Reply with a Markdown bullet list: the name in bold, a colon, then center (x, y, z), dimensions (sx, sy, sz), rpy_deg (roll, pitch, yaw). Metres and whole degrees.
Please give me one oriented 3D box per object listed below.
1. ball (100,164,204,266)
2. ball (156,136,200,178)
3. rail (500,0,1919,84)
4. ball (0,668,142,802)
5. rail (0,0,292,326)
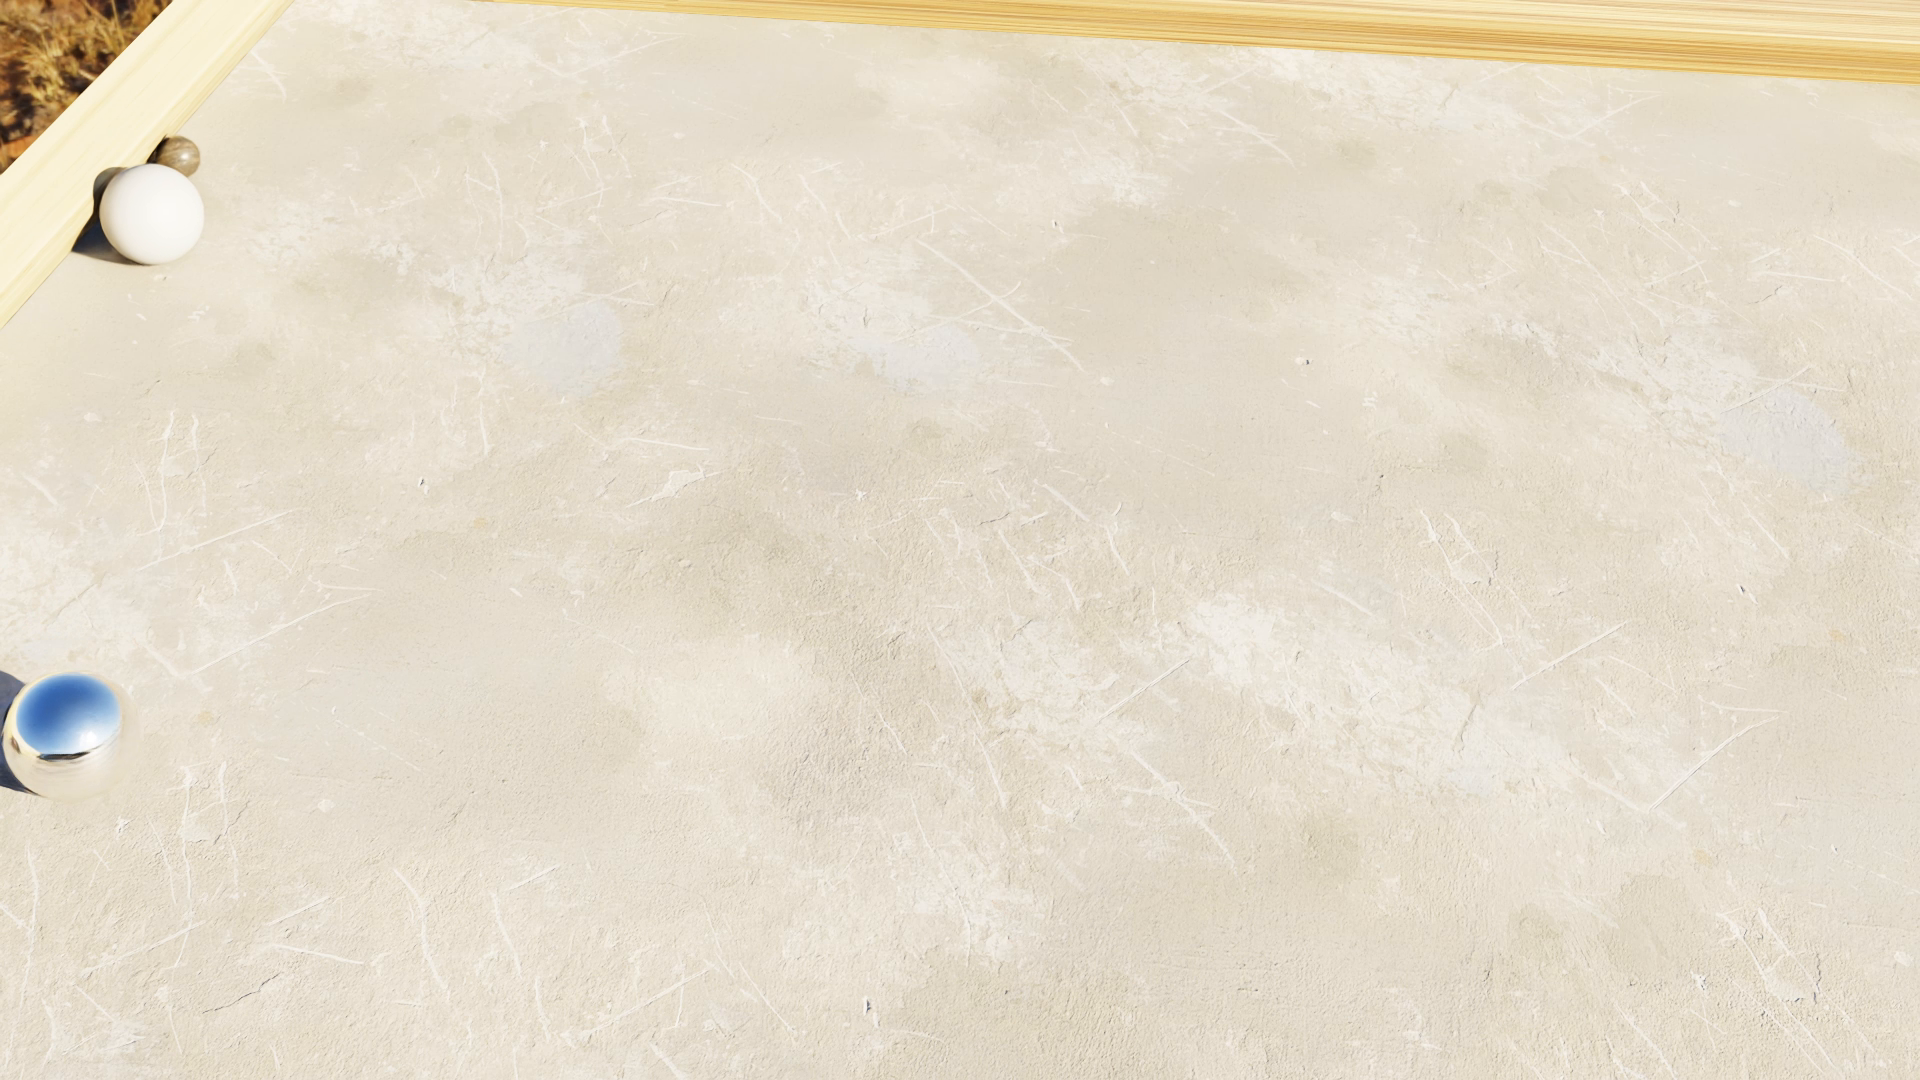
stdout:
- **ball**: center (-0.712, -0.287, 2.262), dimensions (0.089, 0.089, 0.089), rpy_deg (0, 35, 0)
- **ball**: center (-0.734, -0.359, 2.407), dimensions (0.041, 0.041, 0.041), rpy_deg (0, 35, 0)
- **rail**: center (0.989, -0.492, 2.531), dimensions (3.449, 0.115, 0.045), rpy_deg (5, 35, 7)
- **ball**: center (-0.578, 0.127, 1.671), dimensions (0.087, 0.087, 0.087), rpy_deg (0, 35, 0)
- **rail**: center (-0.830, -0.091, 1.956), dimensions (0.045, 0.115, 1.951), rpy_deg (5, 35, 7)
